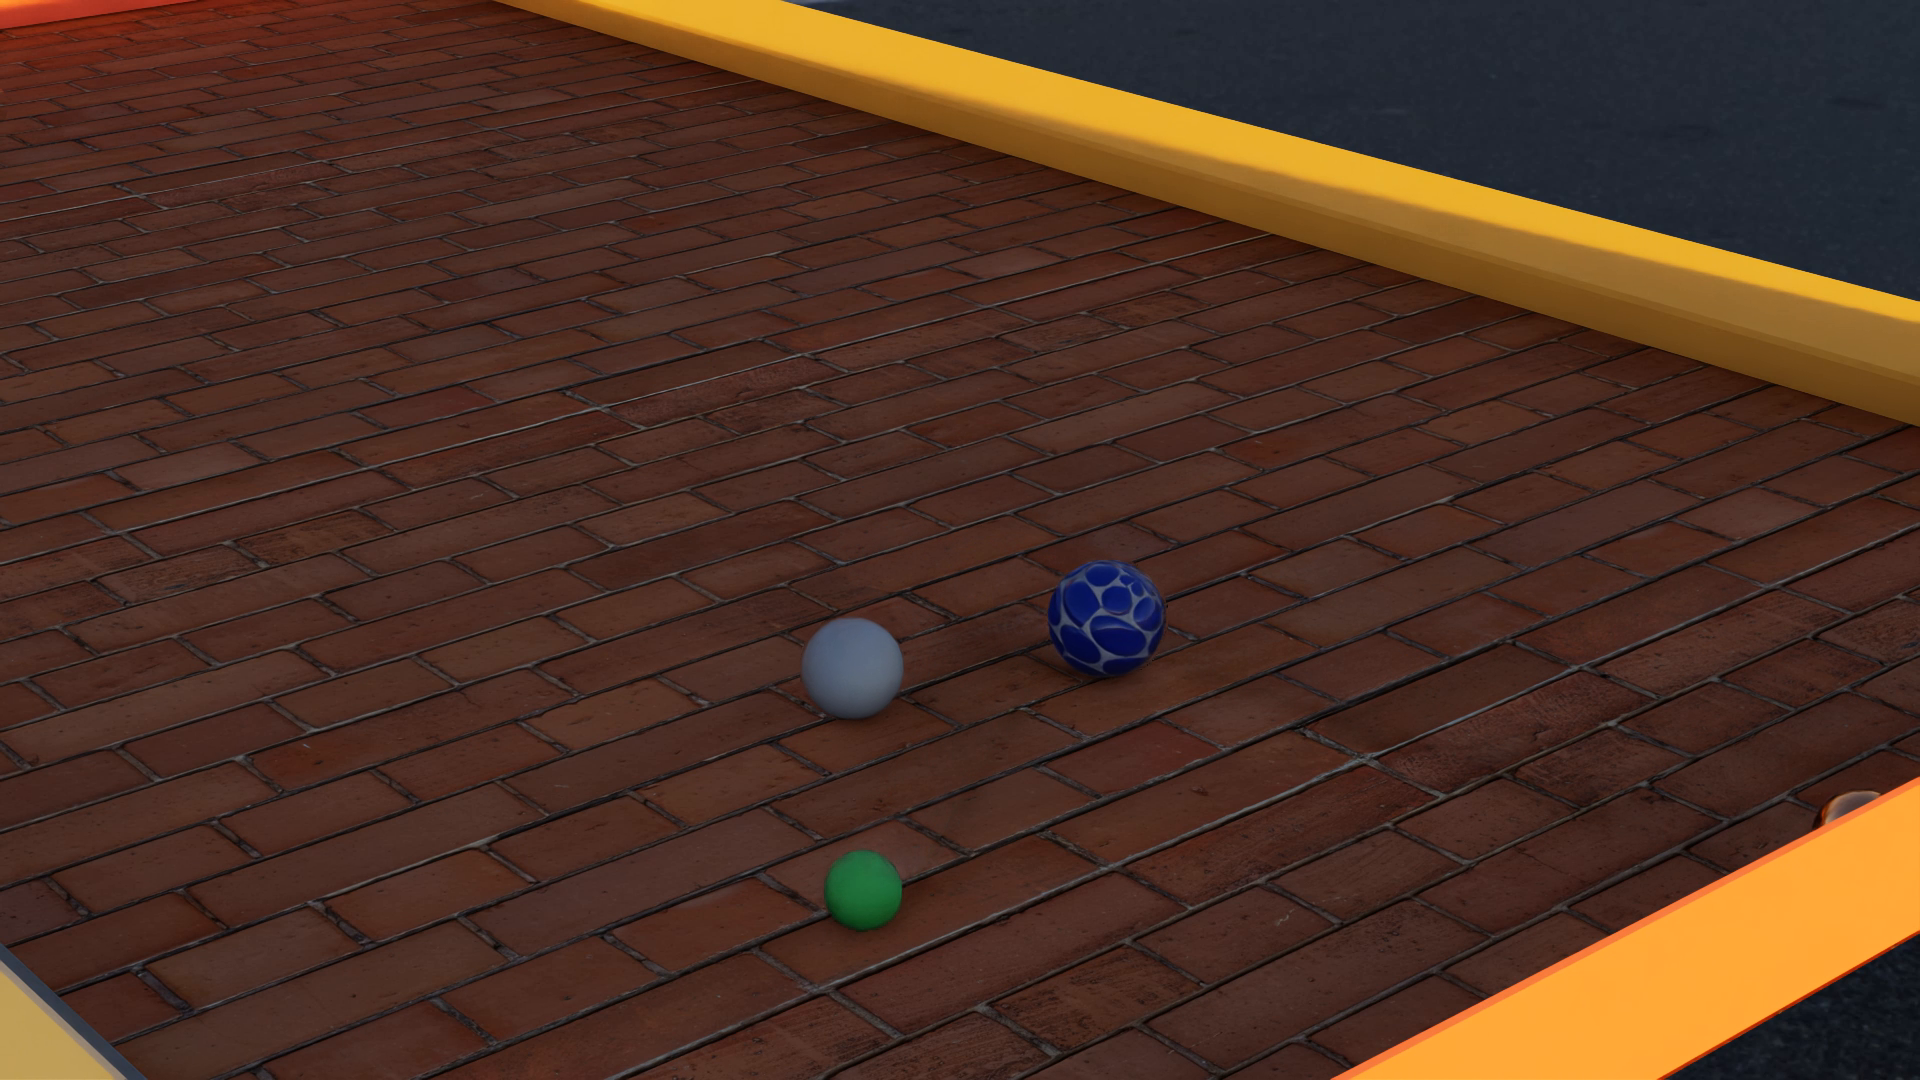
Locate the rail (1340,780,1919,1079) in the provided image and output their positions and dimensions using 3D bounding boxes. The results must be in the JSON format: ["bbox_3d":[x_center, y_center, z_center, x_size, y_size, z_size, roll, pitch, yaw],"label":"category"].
[{"bbox_3d":[0.534,0.218,1.852,1.893,0.119,0.045,-18,28,-37],"label":"rail"}]

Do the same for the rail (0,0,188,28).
[{"bbox_3d":[-1.633,-0.752,4.225,1.893,0.119,0.045,-18,28,-37],"label":"rail"}]

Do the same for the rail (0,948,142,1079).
[{"bbox_3d":[-1.254,-0.041,2.487,0.045,0.119,3.405,-18,28,-37],"label":"rail"}]

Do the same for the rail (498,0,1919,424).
[{"bbox_3d":[0.155,-0.493,3.590,0.045,0.119,3.405,-18,28,-37],"label":"rail"}]

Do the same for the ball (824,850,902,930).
[{"bbox_3d":[-0.063,0.228,1.919,0.051,0.051,0.051,0,22,0],"label":"ball"}]

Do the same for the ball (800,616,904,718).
[{"bbox_3d":[-0.081,0.096,2.209,0.077,0.077,0.077,0,22,0],"label":"ball"}]

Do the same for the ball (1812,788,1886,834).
[{"bbox_3d":[0.605,0.199,1.972,0.065,0.065,0.065,0,22,0],"label":"ball"}]

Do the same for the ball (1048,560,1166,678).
[{"bbox_3d":[0.114,0.060,2.276,0.091,0.091,0.091,0,22,0],"label":"ball"}]
